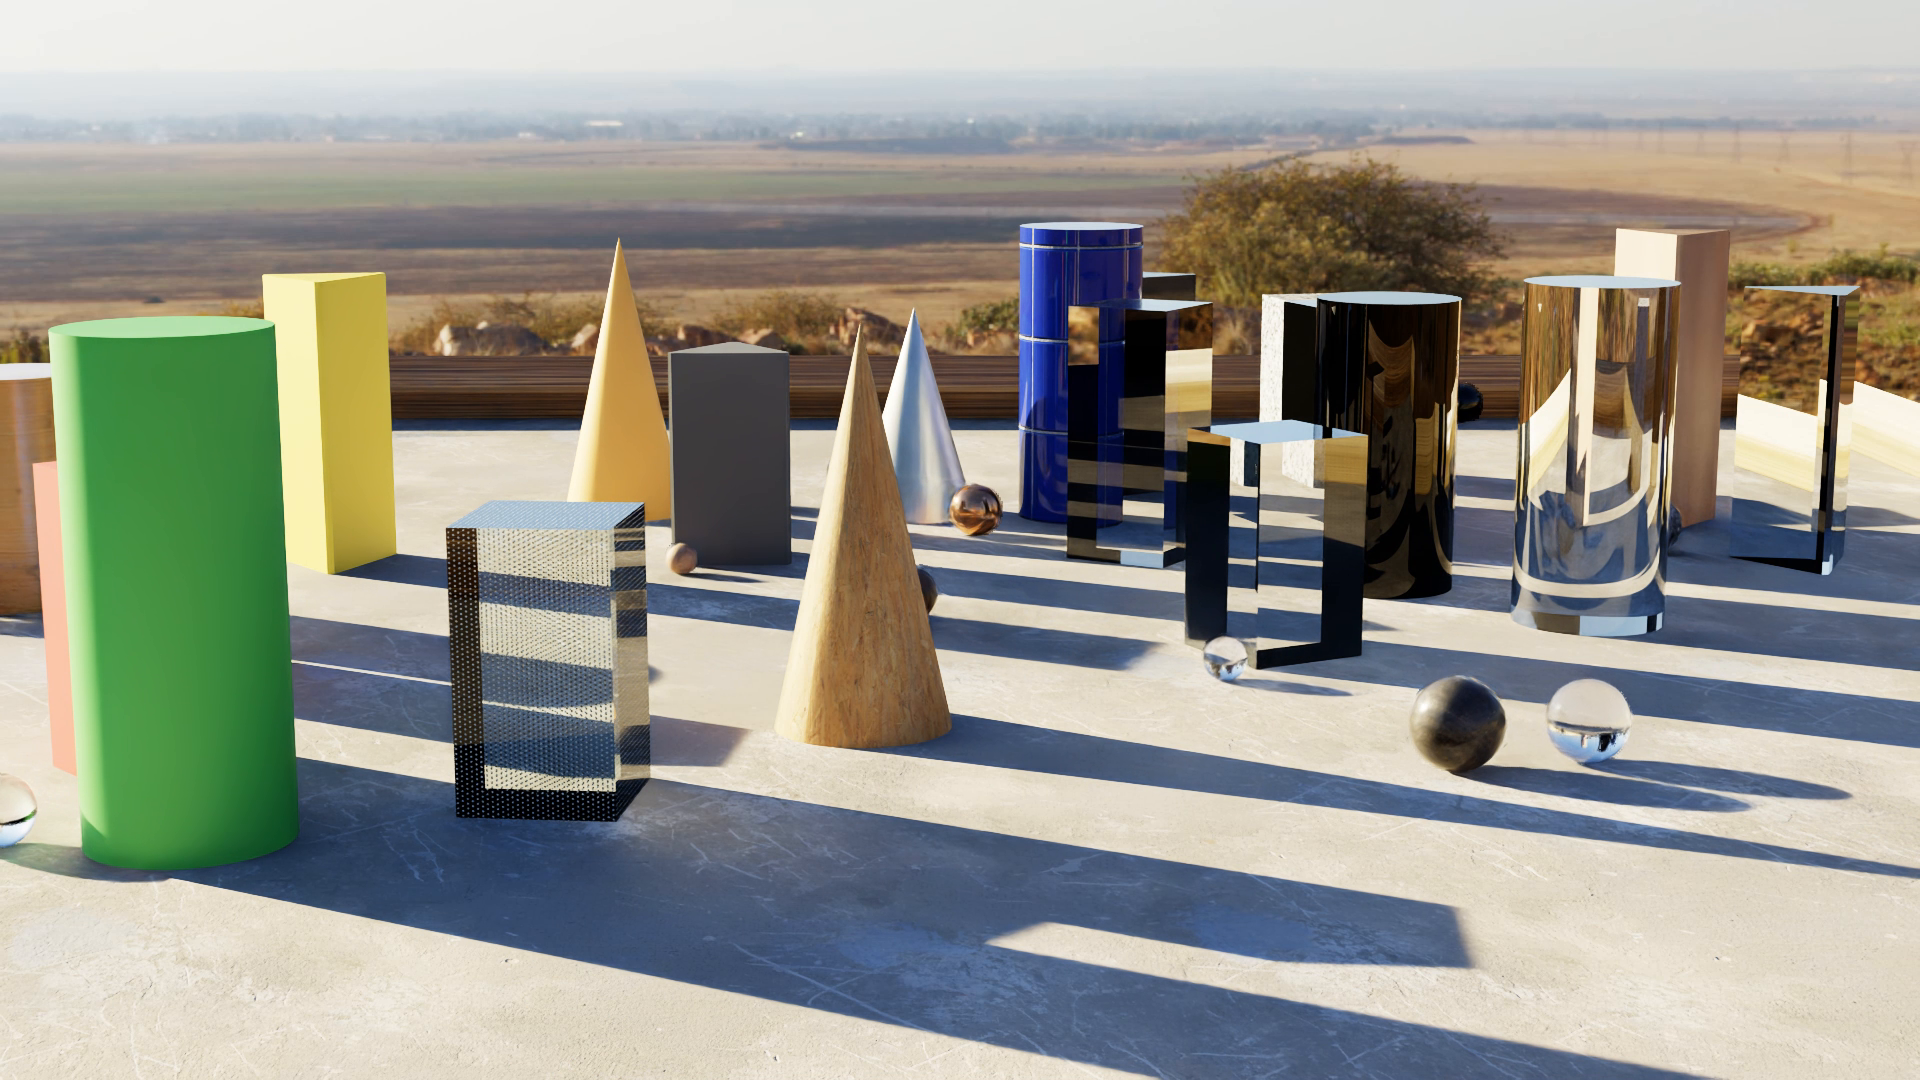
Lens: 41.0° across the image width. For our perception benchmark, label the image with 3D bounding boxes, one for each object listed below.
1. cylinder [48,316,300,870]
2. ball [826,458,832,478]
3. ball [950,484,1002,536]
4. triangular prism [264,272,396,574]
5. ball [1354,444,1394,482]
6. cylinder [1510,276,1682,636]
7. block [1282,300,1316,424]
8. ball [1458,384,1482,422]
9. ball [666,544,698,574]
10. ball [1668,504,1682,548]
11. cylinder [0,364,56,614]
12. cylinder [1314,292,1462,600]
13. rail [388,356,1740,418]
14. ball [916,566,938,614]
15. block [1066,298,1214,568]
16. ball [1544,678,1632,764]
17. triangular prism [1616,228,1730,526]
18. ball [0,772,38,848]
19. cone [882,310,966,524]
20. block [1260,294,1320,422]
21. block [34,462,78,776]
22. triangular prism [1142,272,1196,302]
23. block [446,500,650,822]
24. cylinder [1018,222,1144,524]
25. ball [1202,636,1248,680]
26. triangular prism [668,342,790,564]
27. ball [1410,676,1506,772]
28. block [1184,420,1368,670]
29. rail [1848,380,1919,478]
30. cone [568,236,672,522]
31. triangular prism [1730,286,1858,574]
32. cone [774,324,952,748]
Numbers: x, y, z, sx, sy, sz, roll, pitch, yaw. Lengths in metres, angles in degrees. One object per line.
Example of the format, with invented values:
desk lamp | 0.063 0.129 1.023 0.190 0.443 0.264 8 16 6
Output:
cylinder | -0.734 0.044 2.407 0.200 0.490 0.200 0 10 0
ball | -0.179 -0.112 4.335 0.095 0.095 0.095 0 10 0
ball | 0.024 -0.047 4.026 0.081 0.081 0.081 0 10 0
triangular prism | -0.911 -0.179 3.797 0.150 0.423 0.173 -9 14 -39
ball | 0.732 -0.135 4.534 0.068 0.068 0.068 0 10 0
cylinder | 0.834 -0.115 3.375 0.200 0.450 0.200 0 10 0
block | 0.632 -0.212 4.186 0.160 0.347 0.160 -4 11 -19
ball | 1.038 -0.282 5.301 0.079 0.079 0.079 0 10 0
ball | -0.403 0.027 3.720 0.045 0.045 0.045 0 10 0
ball | 1.056 -0.023 3.898 0.080 0.080 0.080 0 10 0
cylinder | -1.291 -0.073 3.518 0.200 0.317 0.200 0 10 0
cylinder | 0.597 -0.137 3.609 0.200 0.408 0.200 0 10 0
rail | -0.011 -0.317 5.344 3.449 0.130 0.045 0 10 0
ball | -0.067 0.071 3.402 0.075 0.075 0.075 0 10 0
block | 0.269 -0.164 3.839 0.160 0.378 0.160 6 12 30
ball | 0.664 0.191 2.711 0.089 0.089 0.089 0 10 0
triangular prism | 1.118 -0.264 4.134 0.150 0.467 0.173 9 14 41
ball | -0.907 0.255 2.418 0.071 0.071 0.071 0 10 0
cone | -0.075 -0.211 4.200 0.200 0.340 0.200 0 10 0
block | 0.642 -0.276 4.610 0.160 0.318 0.160 -2 11 -12
block | -0.843 0.080 2.671 0.160 0.322 0.160 -10 14 -43
triangular prism | 0.297 -0.283 4.505 0.173 0.370 0.150 -7 12 -32
block | -0.407 0.117 2.563 0.160 0.289 0.160 1 11 5
cylinder | 0.196 -0.274 4.174 0.200 0.472 0.200 0 10 0
ball | 0.318 0.142 3.076 0.054 0.054 0.054 0 10 0
triangular prism | -0.340 -0.132 3.840 0.173 0.314 0.150 0 10 -2
ball | 0.520 0.192 2.681 0.100 0.100 0.100 0 10 0
block | 0.394 0.002 3.215 0.160 0.278 0.160 -6 12 -28
rail | 1.701 0.032 3.458 0.045 0.130 3.903 0 10 0
cone | -0.553 -0.269 4.201 0.200 0.454 0.200 0 10 0
triangular prism | 1.267 -0.169 3.794 0.150 0.405 0.173 -7 13 -34
cone | -0.108 -0.016 2.830 0.200 0.453 0.200 0 10 0
